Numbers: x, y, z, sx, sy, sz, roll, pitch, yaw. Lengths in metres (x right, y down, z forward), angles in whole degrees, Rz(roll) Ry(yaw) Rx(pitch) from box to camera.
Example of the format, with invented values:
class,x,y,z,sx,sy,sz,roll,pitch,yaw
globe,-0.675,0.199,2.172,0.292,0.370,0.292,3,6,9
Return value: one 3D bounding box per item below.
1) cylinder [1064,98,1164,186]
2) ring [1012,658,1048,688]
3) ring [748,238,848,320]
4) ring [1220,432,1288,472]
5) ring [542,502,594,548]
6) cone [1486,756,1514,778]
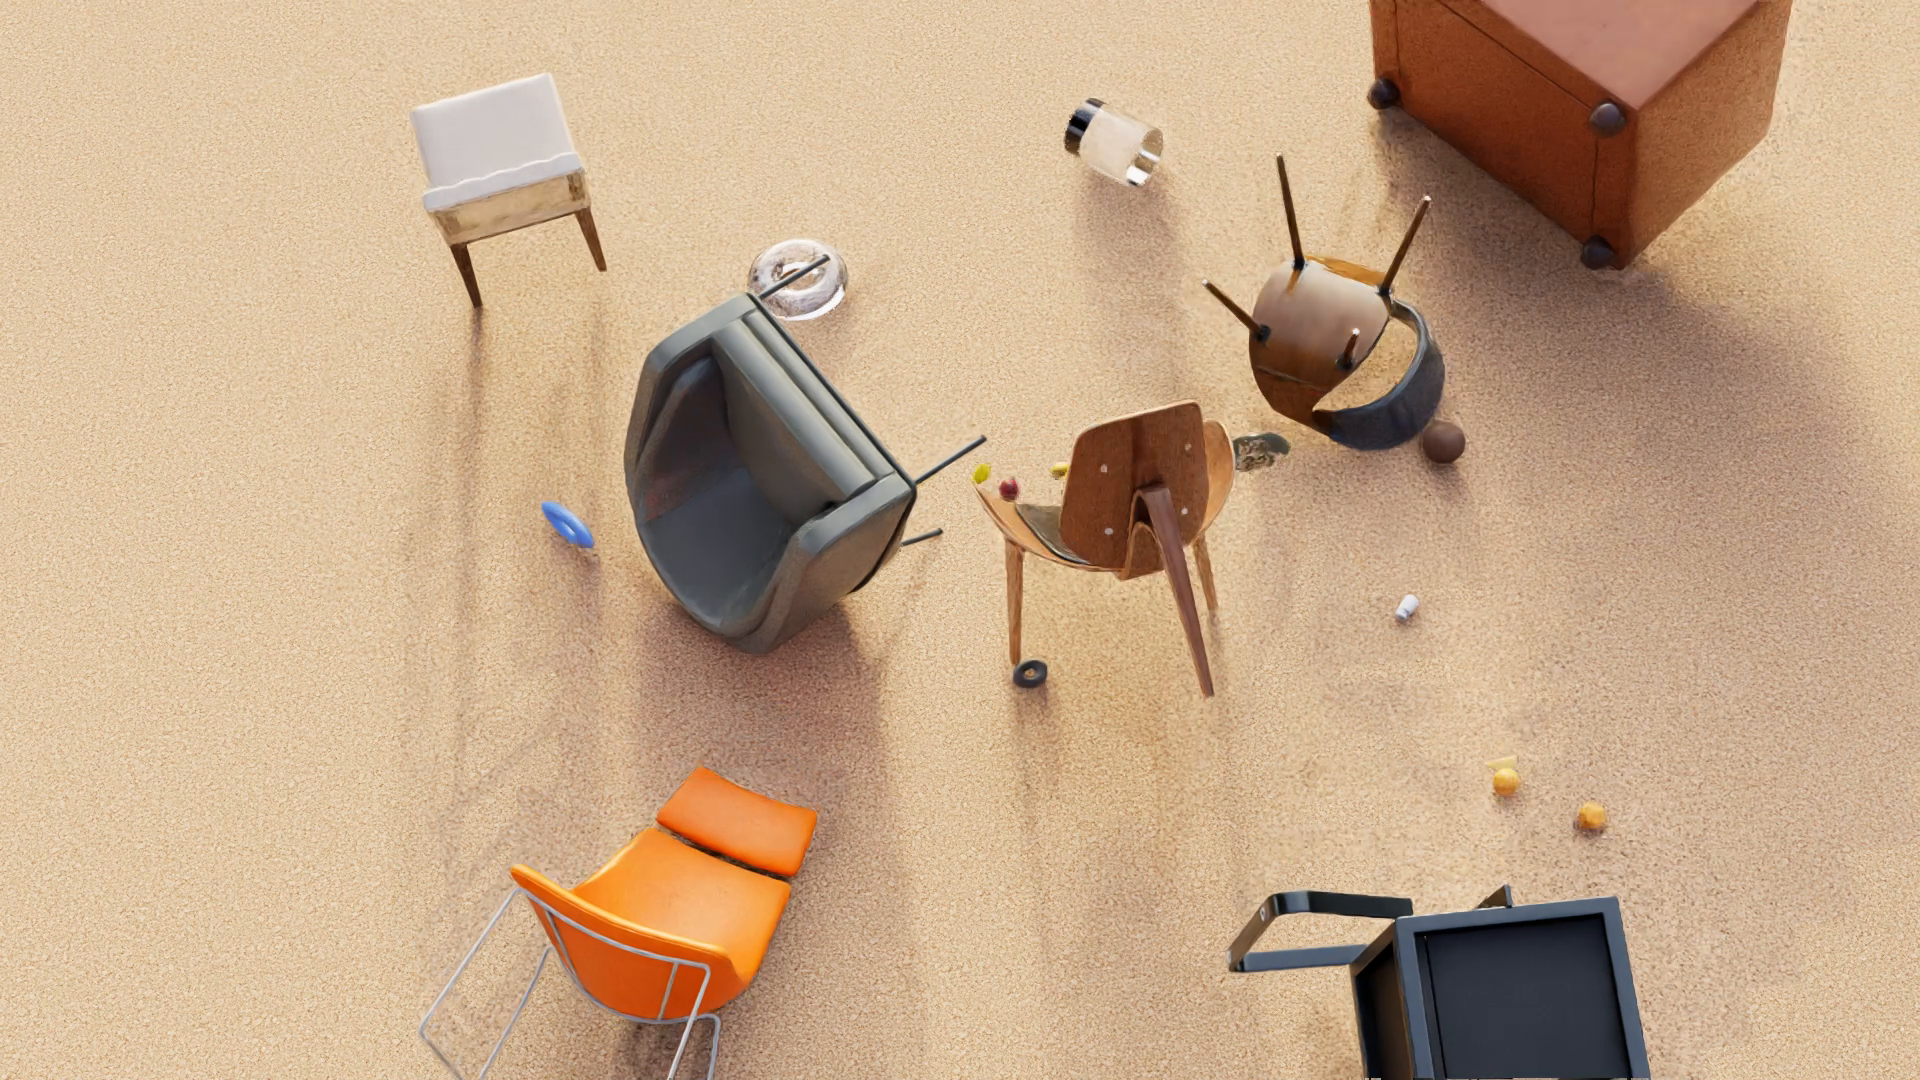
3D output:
class,x,y,z,sx,sy,sz,roll,pitch,yaw
cylinder,0.513,-1.325,7.320,0.247,0.258,0.206,31,102,19
ring,0.201,0.381,6.293,0.107,0.037,0.083,-22,69,-13
ring,-0.522,-0.842,7.088,0.328,0.084,0.324,15,59,11
ring,0.829,-0.248,6.200,0.200,0.171,0.053,-15,63,22
ring,-1.167,-0.044,6.551,0.039,0.086,0.242,-28,51,-37
cone,1.500,0.627,6.126,0.080,0.037,0.063,7,86,5
